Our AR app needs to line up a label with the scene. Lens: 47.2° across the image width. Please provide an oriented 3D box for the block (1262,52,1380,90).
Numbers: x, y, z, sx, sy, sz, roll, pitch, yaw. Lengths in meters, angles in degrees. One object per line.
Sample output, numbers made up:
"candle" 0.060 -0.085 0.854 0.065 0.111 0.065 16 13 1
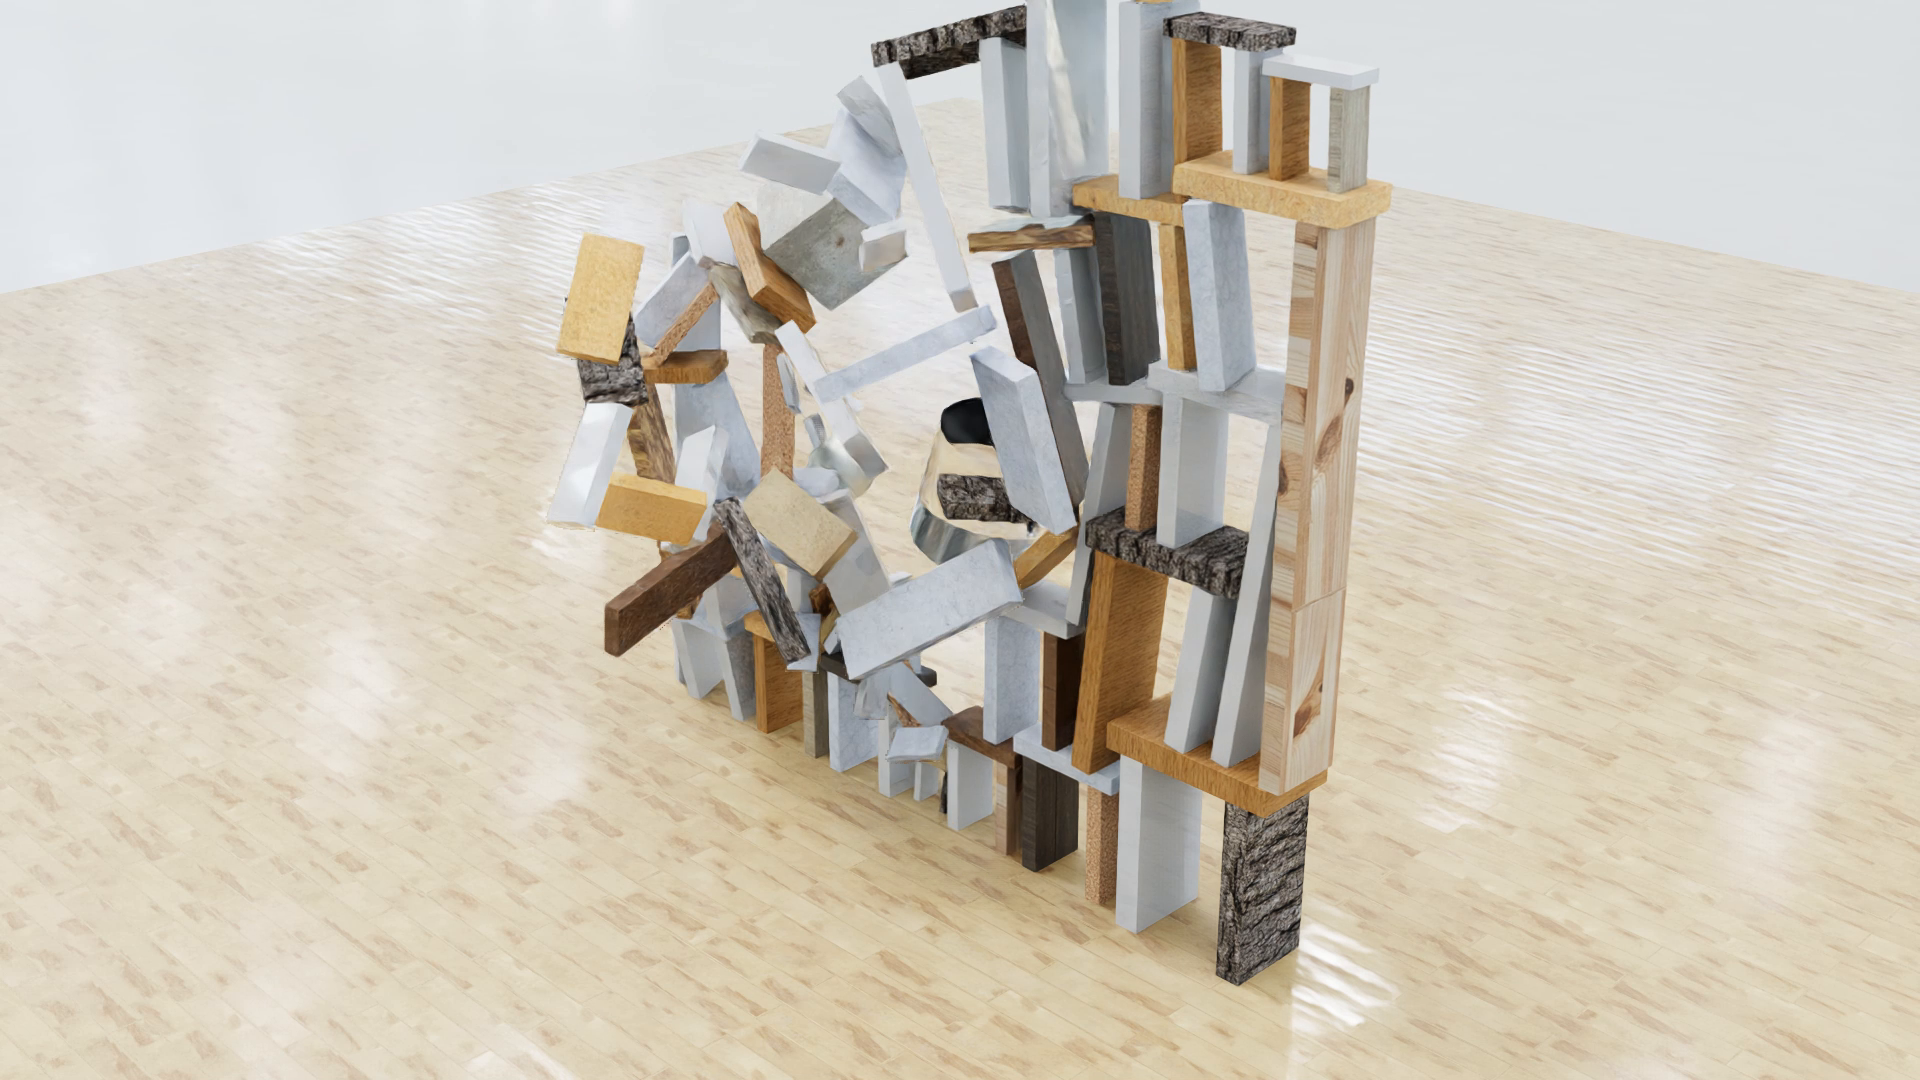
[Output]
"block" 0.544 -0.708 3.319 0.157 0.022 0.078 20 30 36

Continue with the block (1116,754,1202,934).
"block" 0.369 0.530 4.055 0.050 0.356 0.178 21 31 41

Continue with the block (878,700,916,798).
"block" -0.115 0.405 4.516 0.032 0.227 0.113 21 31 41

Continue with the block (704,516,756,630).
"block" -0.490 0.026 4.652 0.040 0.301 0.142 19 39 32

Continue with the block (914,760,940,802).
"block" -0.067 0.475 4.496 0.016 0.113 0.056 25 33 35

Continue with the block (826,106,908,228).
"block" -0.166 -0.658 3.852 0.146 0.041 0.292 39 29 -19

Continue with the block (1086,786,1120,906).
"block" 0.292 0.553 4.142 0.035 0.246 0.123 21 31 40

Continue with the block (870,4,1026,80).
"block" 0.003 -0.854 3.787 0.282 0.040 0.141 -10 -2 20

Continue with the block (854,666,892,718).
"block" -0.165 0.279 4.238 0.018 0.125 0.063 11 1 42

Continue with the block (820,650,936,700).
"block" -0.169 0.265 4.513 0.113 0.032 0.227 -21 31 -40

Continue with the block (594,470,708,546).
"block" -0.546 -0.058 3.703 0.218 0.109 0.031 13 46 -20

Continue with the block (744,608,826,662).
"block" -0.336 0.190 4.665 0.236 0.033 0.118 21 31 40

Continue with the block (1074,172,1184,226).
"block" 0.317 -0.563 3.634 0.239 0.034 0.120 19 30 39

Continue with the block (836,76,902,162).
"block" -0.148 -0.743 3.875 0.021 0.150 0.075 -35 9 35

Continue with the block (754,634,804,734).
"block" -0.388 0.292 4.771 0.118 0.236 0.033 -21 31 -41

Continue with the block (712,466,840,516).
"block" -0.407 -0.100 4.510 0.284 0.040 0.142 4 34 18

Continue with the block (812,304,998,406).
"block" -0.090 -0.313 3.702 0.302 0.043 0.151 -23 5 11

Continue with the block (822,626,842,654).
"block" -0.204 0.163 4.503 0.094 0.187 0.027 -19 67 -38

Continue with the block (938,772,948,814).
"block" -0.019 0.495 4.434 0.016 0.113 0.056 21 46 14

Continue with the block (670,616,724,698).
"block" -0.581 0.232 4.909 0.031 0.221 0.111 11 35 32

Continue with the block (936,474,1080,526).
"block" 0.085 -0.072 3.910 0.237 0.034 0.118 3 25 -11

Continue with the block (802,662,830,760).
"block" -0.279 0.335 4.669 0.033 0.236 0.118 20 30 39

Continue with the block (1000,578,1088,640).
"block" 0.149 0.118 4.106 0.240 0.034 0.120 20 30 40

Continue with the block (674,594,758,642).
"block" -0.539 0.147 4.790 0.221 0.031 0.111 22 42 40

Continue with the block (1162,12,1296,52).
"block" 0.419 -0.791 3.422 0.187 0.027 0.094 22 31 40

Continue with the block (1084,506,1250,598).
"block" 0.391 0.010 3.803 0.322 0.046 0.161 21 31 40

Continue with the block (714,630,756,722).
"block" -0.468 0.273 4.811 0.031 0.221 0.111 15 38 35

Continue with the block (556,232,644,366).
"block" -0.581 -0.390 3.557 0.100 0.201 0.028 12 -13 -7

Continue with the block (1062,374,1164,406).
"block" 0.301 -0.266 3.782 0.224 0.032 0.112 6 22 38

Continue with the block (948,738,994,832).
"block" 0.021 0.471 4.392 0.101 0.202 0.029 -21 31 -41

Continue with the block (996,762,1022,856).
"block" 0.115 0.508 4.304 0.029 0.202 0.101 21 31 41

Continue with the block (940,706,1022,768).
"block" 0.068 0.384 4.303 0.202 0.029 0.101 21 31 40

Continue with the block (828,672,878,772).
"block" -0.222 0.363 4.614 0.032 0.227 0.113 21 31 41

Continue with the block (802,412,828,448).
"block" -0.261 -0.199 3.979 0.015 0.053 0.105 -19 8 7

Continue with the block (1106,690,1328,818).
"block" 0.453 0.376 3.898 0.356 0.050 0.178 21 31 41

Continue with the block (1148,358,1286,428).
"block" 0.459 -0.254 3.617 0.274 0.039 0.137 21 31 39

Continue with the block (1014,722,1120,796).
"block" 0.233 0.402 4.139 0.246 0.035 0.123 21 31 40

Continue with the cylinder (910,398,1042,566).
"cylinder" 0.052 -0.098 4.176 0.247 0.247 0.247 11 35 -8

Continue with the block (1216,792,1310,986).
"block" 0.537 0.596 3.900 0.050 0.356 0.178 21 31 41

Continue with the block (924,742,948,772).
"block" -0.041 0.430 4.422 0.056 0.016 0.113 -35 36 -31

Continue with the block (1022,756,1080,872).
"block" 0.176 0.508 4.248 0.123 0.246 0.035 -22 31 -40

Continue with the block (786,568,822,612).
"block" -0.292 0.058 4.562 0.040 0.284 0.142 27 36 34

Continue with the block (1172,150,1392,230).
"block" 0.501 -0.549 3.428 0.303 0.043 0.152 20 30 36

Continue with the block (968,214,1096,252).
"block" 0.147 -0.526 3.763 0.240 0.034 0.120 1 19 31

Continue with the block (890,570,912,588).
"block" -0.146 0.167 4.449 0.094 0.197 0.027 -20 35 -38

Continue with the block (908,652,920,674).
"block" -0.114 0.211 4.423 0.069 0.139 0.020 -16 27 -34

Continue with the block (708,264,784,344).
"block" -0.408 -0.461 4.310 0.100 0.028 0.200 0 45 -42

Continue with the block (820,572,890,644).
"block" -0.222 0.135 4.529 0.027 0.187 0.094 48 40 15

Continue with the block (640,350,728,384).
"block" -0.593 -0.348 4.435 0.226 0.032 0.113 -1 22 13

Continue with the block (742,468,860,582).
"block" -0.305 -0.030 4.107 0.226 0.032 0.113 38 84 29

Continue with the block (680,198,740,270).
"block" -0.507 -0.617 4.503 0.101 0.029 0.203 15 36 -32

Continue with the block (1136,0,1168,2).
"block" 0.250 -0.914 3.569 0.155 0.044 0.310 -19 27 -40
